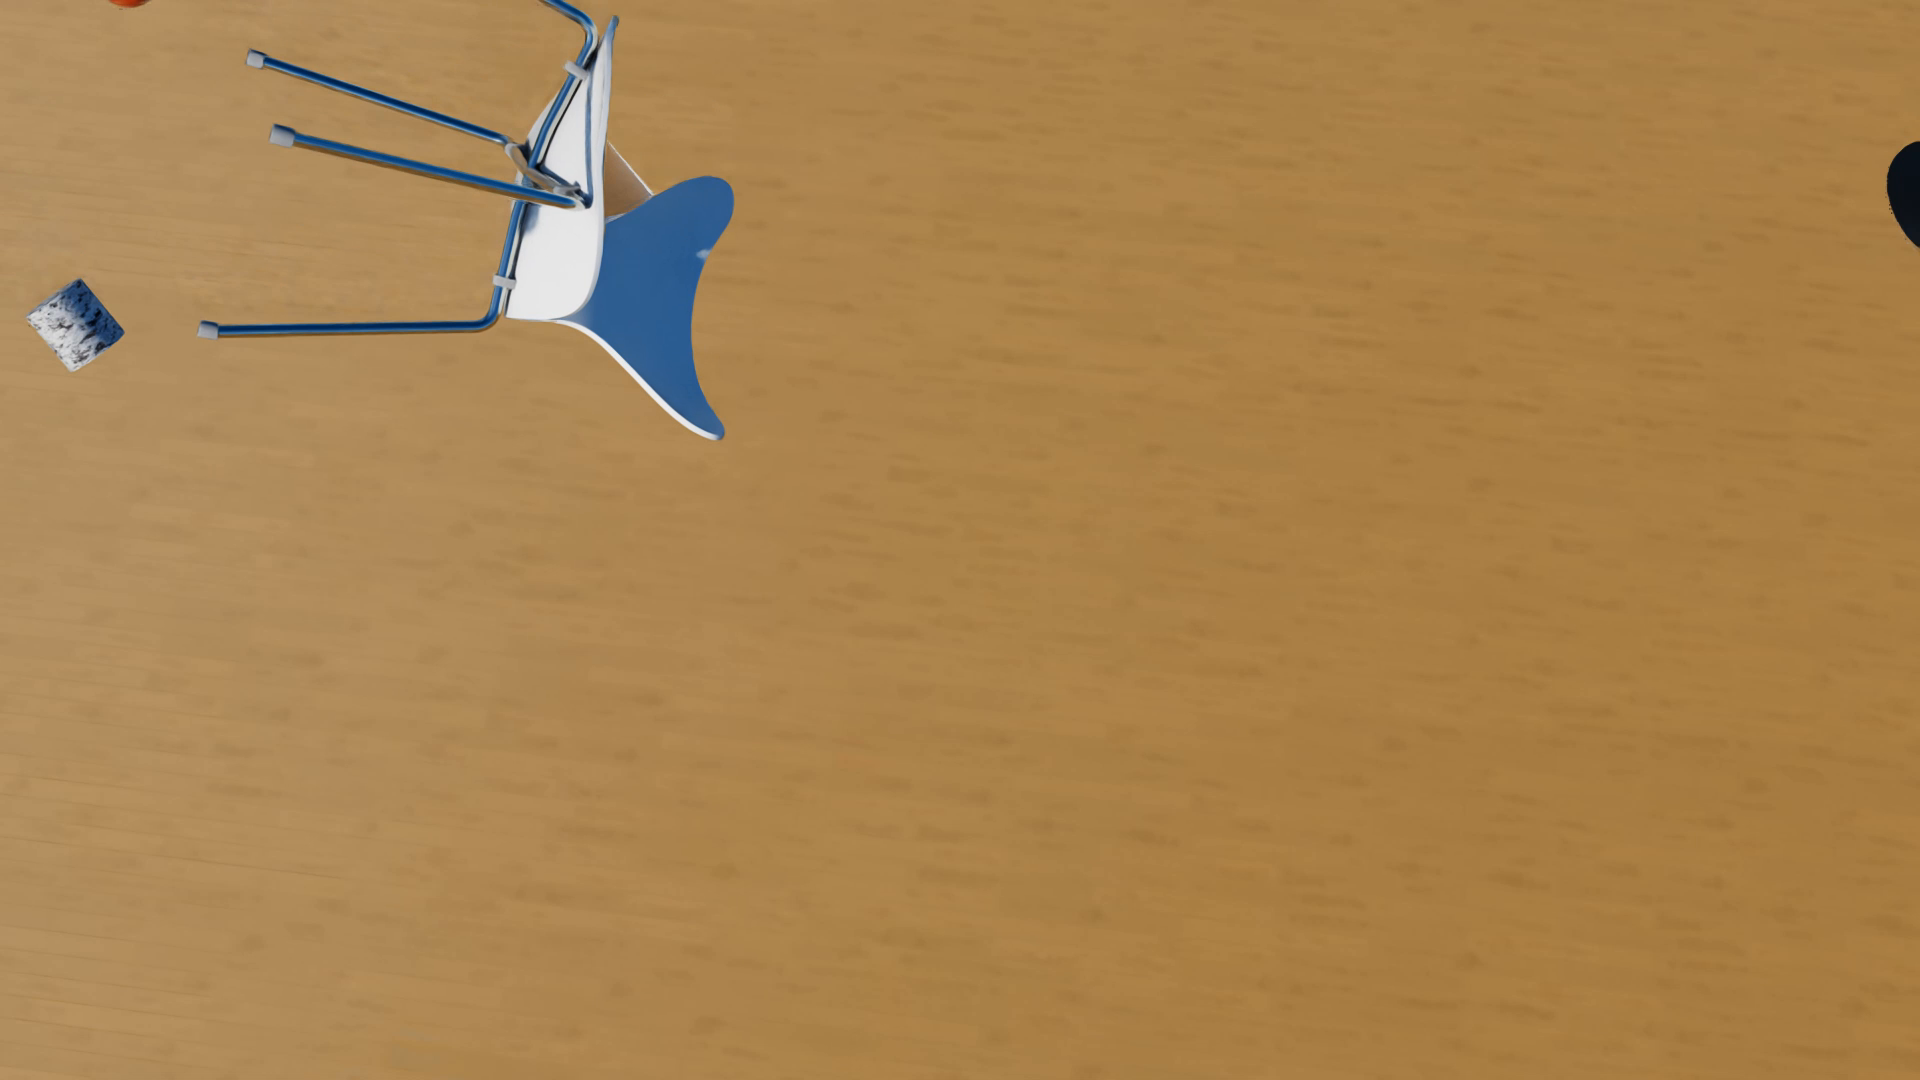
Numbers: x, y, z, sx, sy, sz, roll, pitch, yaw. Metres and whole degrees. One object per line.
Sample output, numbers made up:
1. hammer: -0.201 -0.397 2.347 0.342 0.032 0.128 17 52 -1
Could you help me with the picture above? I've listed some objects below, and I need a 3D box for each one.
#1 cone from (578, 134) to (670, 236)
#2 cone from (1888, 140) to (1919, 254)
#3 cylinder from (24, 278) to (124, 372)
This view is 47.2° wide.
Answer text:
1. cone: -0.774 -0.807 4.899 0.212 0.135 0.214 -14 83 -15
2. cone: 1.226 -0.384 2.747 0.172 0.120 0.211 -36 76 -14
3. cylinder: -1.135 -0.277 2.822 0.083 0.087 0.101 -35 22 -3
